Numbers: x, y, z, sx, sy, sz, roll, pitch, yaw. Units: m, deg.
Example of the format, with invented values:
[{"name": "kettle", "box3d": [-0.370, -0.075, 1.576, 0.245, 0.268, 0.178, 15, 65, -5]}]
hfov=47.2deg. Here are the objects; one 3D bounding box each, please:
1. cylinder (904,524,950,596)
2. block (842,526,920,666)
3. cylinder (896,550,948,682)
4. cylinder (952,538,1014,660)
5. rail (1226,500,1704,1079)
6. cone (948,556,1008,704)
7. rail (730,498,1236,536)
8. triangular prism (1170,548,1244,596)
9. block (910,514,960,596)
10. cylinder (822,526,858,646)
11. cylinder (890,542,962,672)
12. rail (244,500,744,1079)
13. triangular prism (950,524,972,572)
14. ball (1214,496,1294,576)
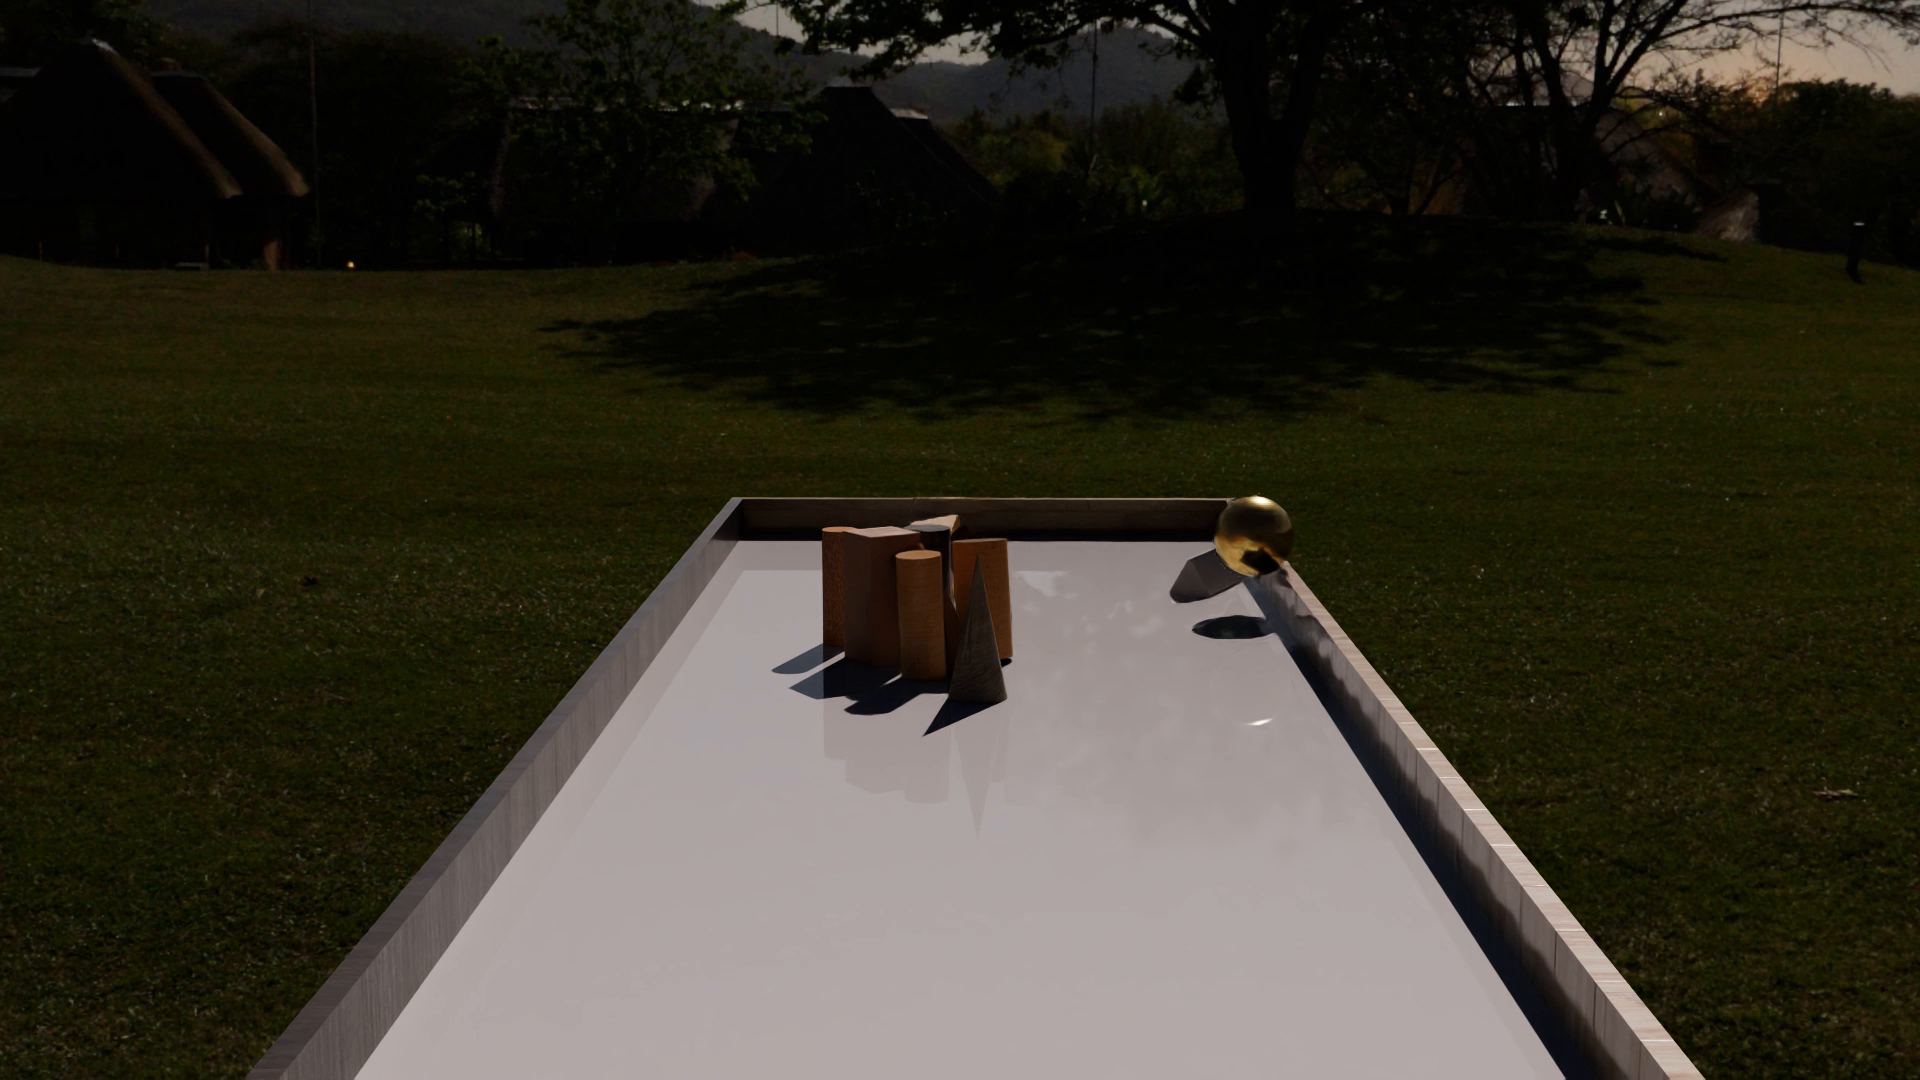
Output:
[{"name": "cylinder", "box3d": [-0.102, 0.143, 6.934, 0.146, 0.367, 0.146, 0, 9, 0]}, {"name": "block", "box3d": [-0.237, 0.169, 6.684, 0.173, 0.392, 0.173, -6, 10, -31]}, {"name": "cylinder", "box3d": [-0.113, 0.221, 6.427, 0.134, 0.364, 0.134, -3, 11, 1]}, {"name": "cylinder", "box3d": [0.069, 0.179, 6.684, 0.169, 0.358, 0.169, -3, 3, 0]}, {"name": "rail", "box3d": [1.046, 0.843, 3.208, 0.050, 0.150, 12.000, 0, 9, 1]}, {"name": "cone", "box3d": [0.050, 0.238, 6.171, 0.169, 0.418, 0.169, 0, 9, 0]}, {"name": "rail", "box3d": [0.099, -0.098, 9.147, 2.100, 0.150, 0.050, 0, 9, 1]}, {"name": "triangular prism", "box3d": [0.890, 0.104, 7.909, 0.151, 0.131, 0.370, 4, 10, 26]}, {"name": "block", "box3d": [-0.099, 0.065, 7.780, 0.177, 0.177, 0.458, -10, 14, 9]}, {"name": "cylinder", "box3d": [-0.377, 0.147, 6.921, 0.113, 0.364, 0.113, 0, 9, 0]}, {"name": "cylinder", "box3d": [-0.076, 0.198, 6.541, 0.106, 0.378, 0.106, -27, -3, -1]}, {"name": "rail", "box3d": [-1.004, 0.839, 3.234, 0.050, 0.150, 12.000, 0, 9, 1]}, {"name": "triangular prism", "box3d": [0.066, 0.102, 7.411, 0.124, 0.107, 0.341, -3, 46, -33]}, {"name": "ball", "box3d": [0.994, -0.013, 7.440, 0.273, 0.273, 0.273, 0, 9, 0]}]
